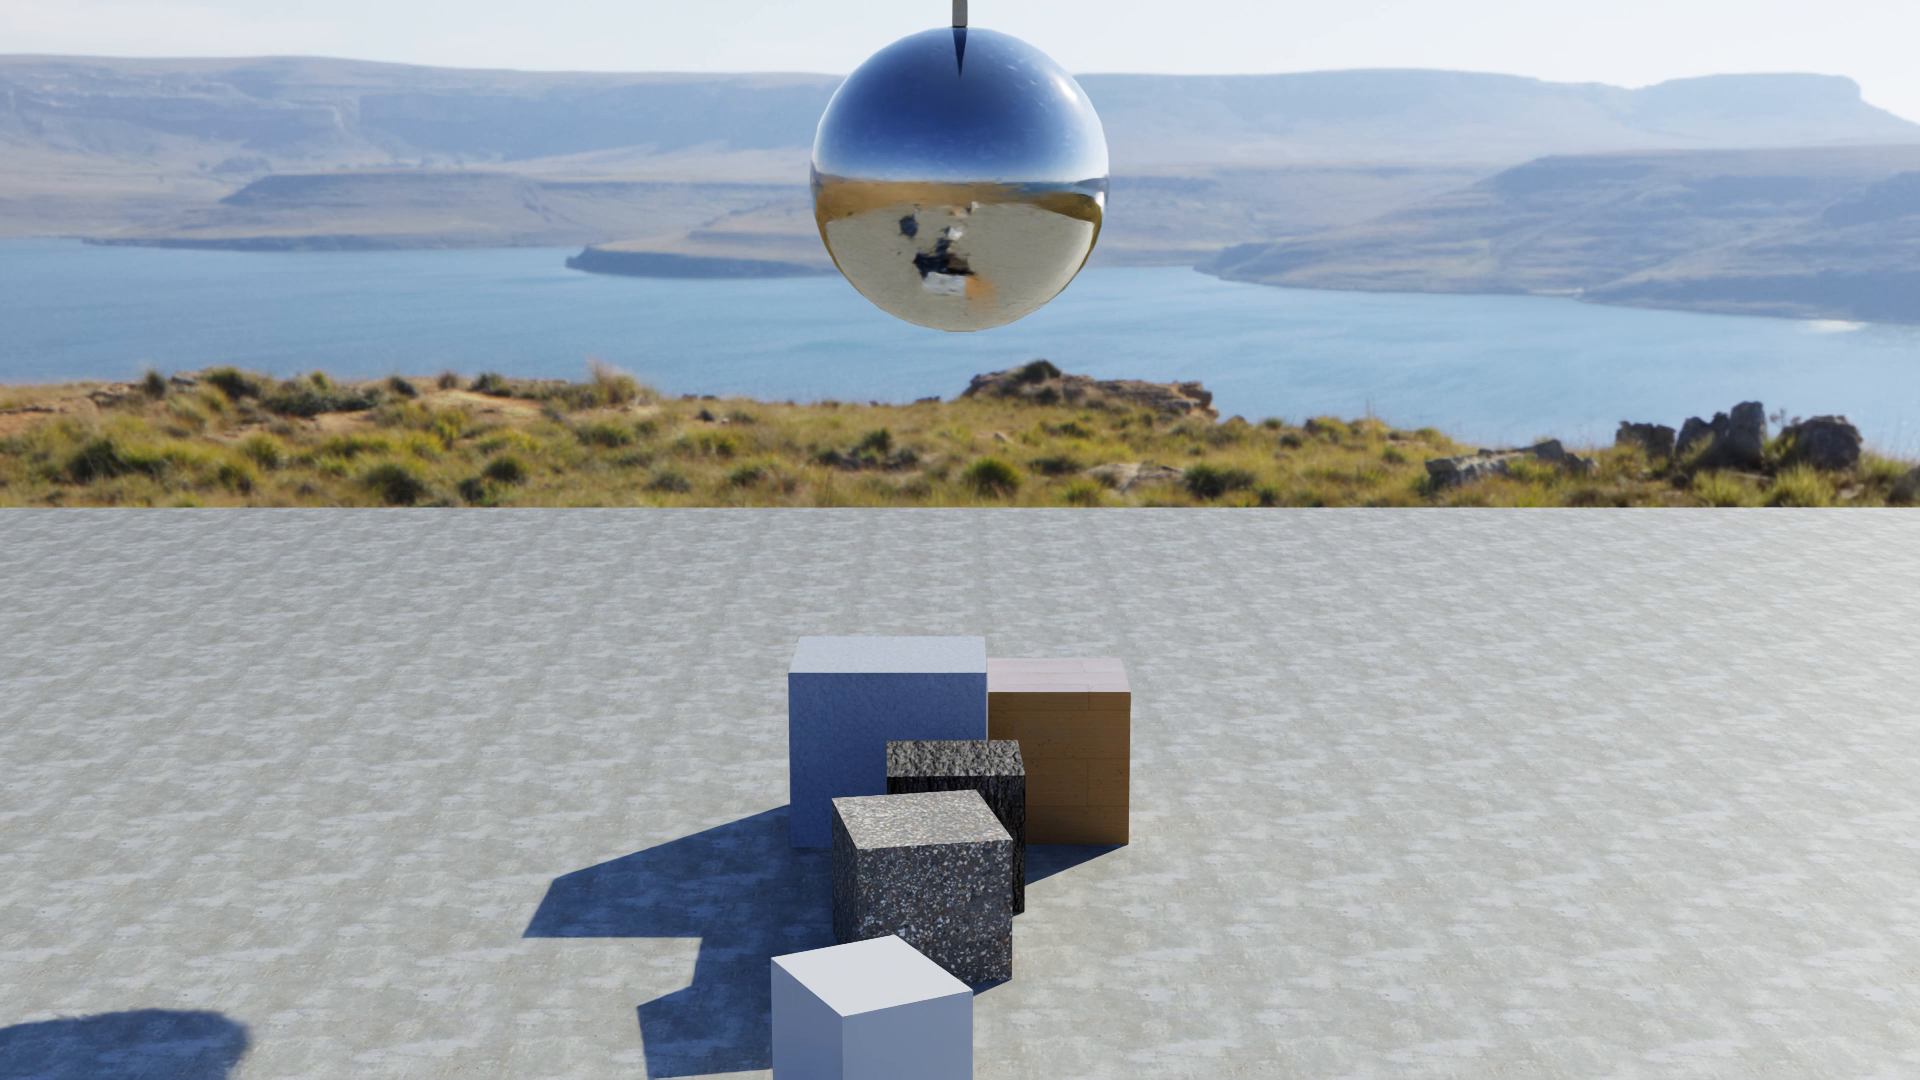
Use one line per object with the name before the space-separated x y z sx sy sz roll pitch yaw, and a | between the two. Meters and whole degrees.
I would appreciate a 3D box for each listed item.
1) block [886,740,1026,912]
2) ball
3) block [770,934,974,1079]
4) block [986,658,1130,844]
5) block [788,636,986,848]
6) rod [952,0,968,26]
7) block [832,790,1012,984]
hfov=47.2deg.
block | -0.027 1.341 10.361 0.631 0.653 0.602 0 10 -2
ball | 0.000 -1.906 11.653 1.600 1.600 1.600 0 10 0
block | -0.327 1.832 8.031 0.512 0.523 0.628 -5 12 -27
block | 0.497 1.083 11.390 0.710 0.794 0.723 0 10 0
block | -0.360 1.029 11.383 0.984 0.902 0.810 0 10 0
rod | 0.000 -5.139 10.601 0.080 5.200 0.080 0 18 0
block | -0.176 1.506 9.553 0.658 0.619 0.732 -2 11 -11
